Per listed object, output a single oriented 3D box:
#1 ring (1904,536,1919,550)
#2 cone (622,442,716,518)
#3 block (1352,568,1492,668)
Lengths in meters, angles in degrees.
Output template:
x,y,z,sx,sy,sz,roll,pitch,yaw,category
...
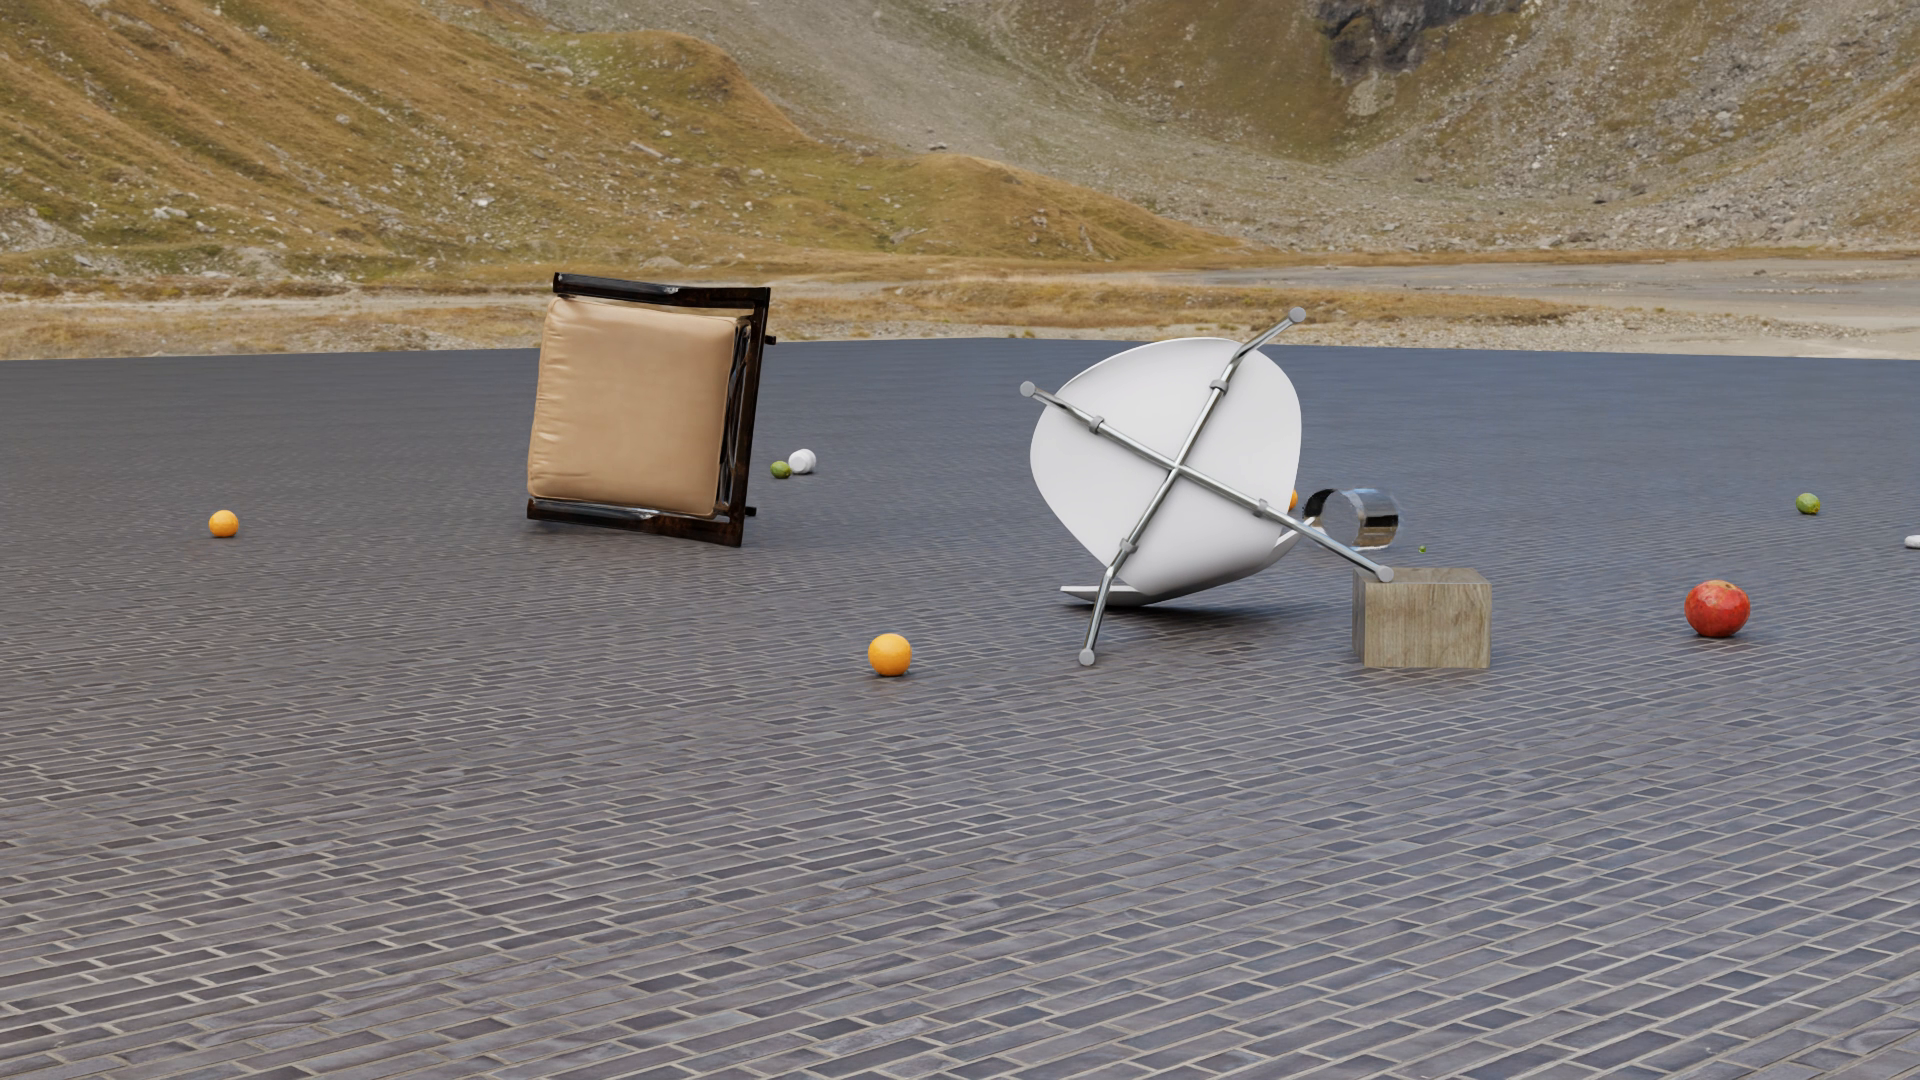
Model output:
x,y,z,sx,sy,sz,roll,pitch,yaw,category
2.338,0.006,6.217,0.089,0.029,0.116,-1,5,-4,ring
-0.807,-0.175,7.123,0.257,0.202,0.325,-2,6,-16,cone
0.796,0.132,4.441,0.210,0.142,0.244,0,6,4,block
